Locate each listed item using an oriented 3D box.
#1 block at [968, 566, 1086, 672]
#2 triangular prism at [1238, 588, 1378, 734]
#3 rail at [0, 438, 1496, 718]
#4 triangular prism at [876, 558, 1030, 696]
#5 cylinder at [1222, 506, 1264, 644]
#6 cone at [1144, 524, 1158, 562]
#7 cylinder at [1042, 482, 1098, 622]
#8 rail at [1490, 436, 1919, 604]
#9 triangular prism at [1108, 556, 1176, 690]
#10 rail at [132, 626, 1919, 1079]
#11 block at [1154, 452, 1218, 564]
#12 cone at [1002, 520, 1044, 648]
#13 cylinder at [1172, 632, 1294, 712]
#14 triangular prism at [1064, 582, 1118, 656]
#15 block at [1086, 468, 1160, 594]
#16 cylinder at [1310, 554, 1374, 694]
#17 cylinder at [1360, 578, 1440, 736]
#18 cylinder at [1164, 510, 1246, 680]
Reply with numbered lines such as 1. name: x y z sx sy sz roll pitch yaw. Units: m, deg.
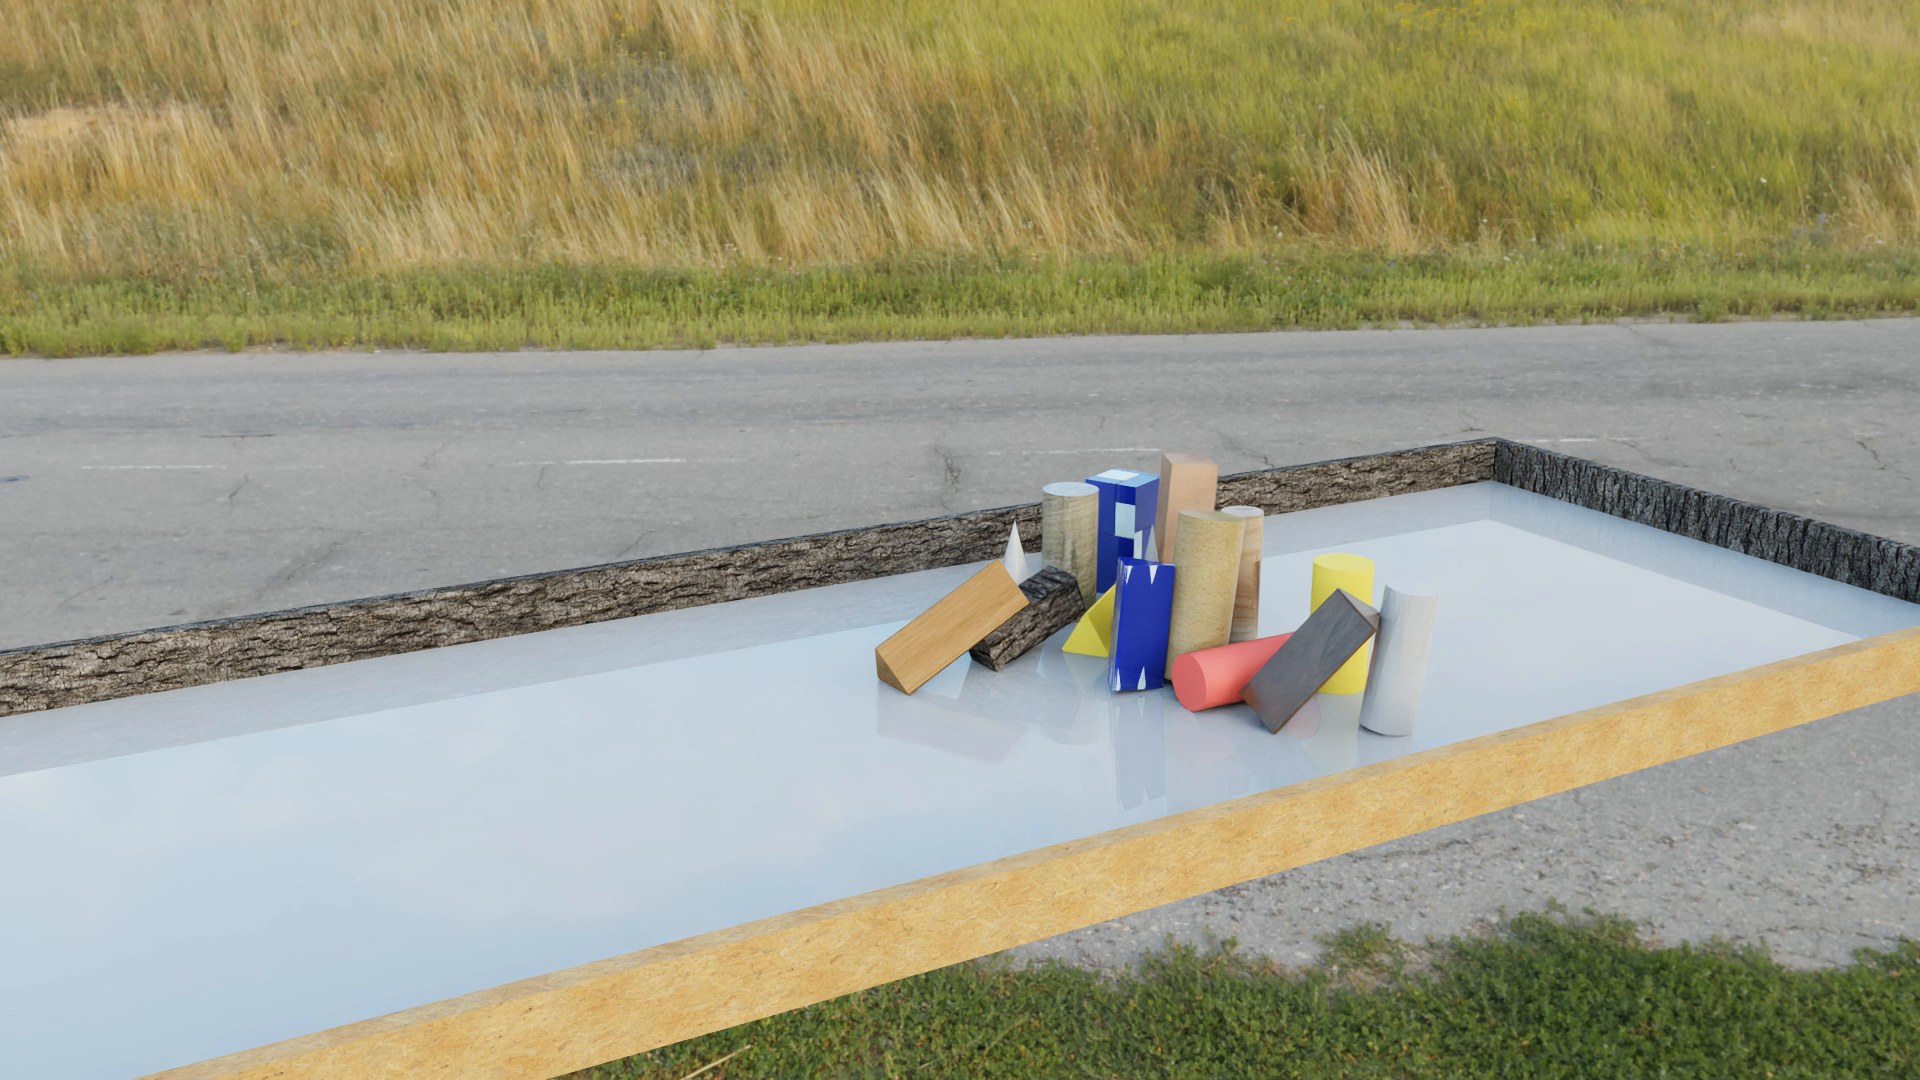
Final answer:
1. block: 0.165 0.202 4.288 0.308 0.114 0.114 -32 29 -24
2. triangular prism: 0.829 0.284 3.831 0.116 0.348 0.134 8 38 -52
3. rail: -3.305 0.497 3.399 12.000 0.150 0.050 -9 18 -27
4. triangular prism: -0.035 0.206 4.149 0.403 0.123 0.142 -36 31 -22
5. cylinder: 0.727 0.111 4.296 0.109 0.385 0.109 0 16 0
6. cone: 0.501 0.119 4.338 0.126 0.345 0.126 0 16 0
7. cylinder: 0.306 0.034 4.596 0.155 0.363 0.155 0 16 0
8. rail: 2.466 -0.048 5.253 0.050 0.150 2.100 -9 18 -27
9. triangular prism: 0.421 0.204 4.098 0.149 0.310 0.129 0 9 -31
10. rail: -2.336 1.006 1.665 12.000 0.150 0.050 -9 18 -27
11. block: 0.619 -0.010 4.593 0.129 0.442 0.129 2 16 -6
12. cone: 0.145 0.106 4.403 0.173 0.332 0.173 0 16 0
13. cylinder: 0.704 0.318 4.025 0.354 0.141 0.141 -8 18 -26
14. triangular prism: 0.401 0.194 4.493 0.125 0.109 0.396 6 17 21
15. block: 0.479 -0.021 4.831 0.166 0.335 0.166 11 20 34
16. cylinder: 0.941 0.206 4.084 0.147 0.319 0.147 0 17 0
17. cylinder: 1.015 0.270 3.812 0.125 0.340 0.125 6 17 -2
18. cylinder: 0.601 0.142 4.106 0.165 0.413 0.165 6 10 -1
